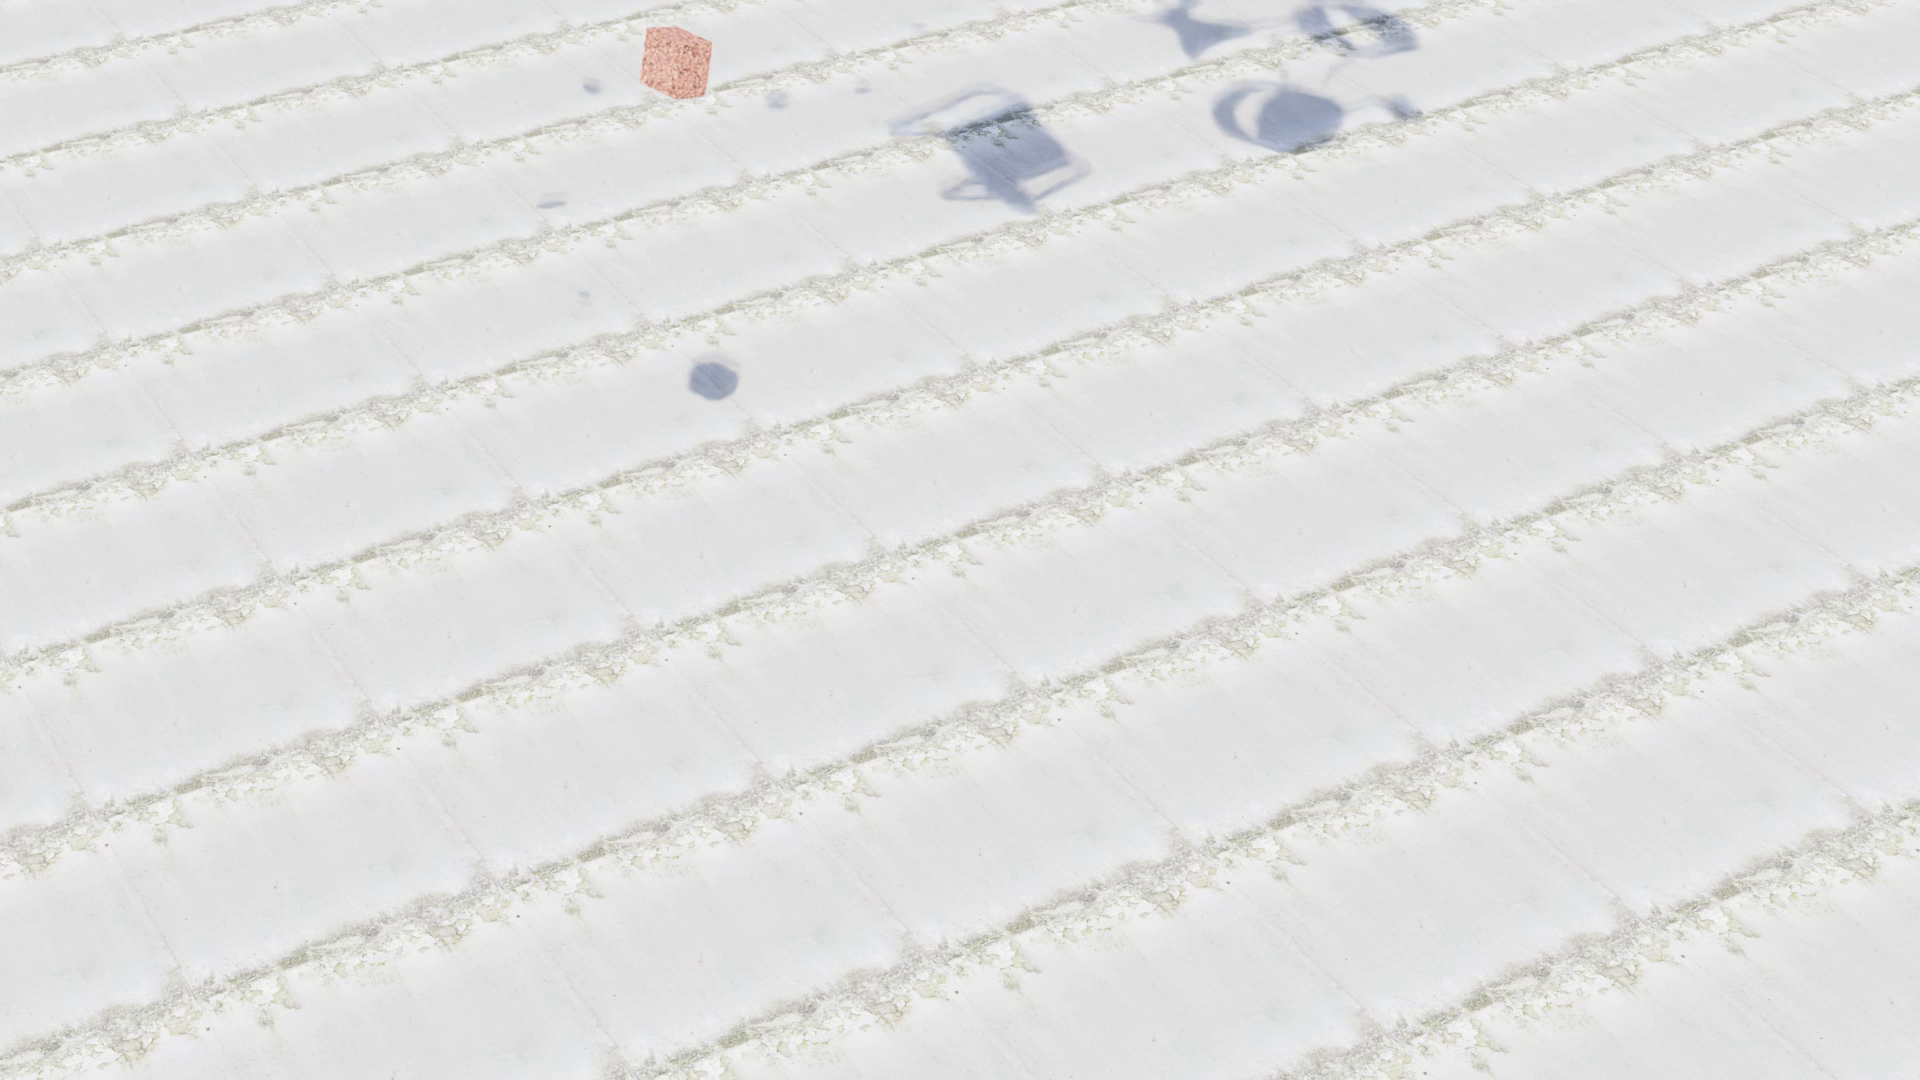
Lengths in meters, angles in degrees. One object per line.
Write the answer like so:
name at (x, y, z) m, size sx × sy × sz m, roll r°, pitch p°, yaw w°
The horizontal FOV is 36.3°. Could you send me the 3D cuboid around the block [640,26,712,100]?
block at (-0.857, -1.441, 8.849) m, size 0.170 × 0.170 × 0.117 m, roll 29°, pitch 30°, yaw 36°
